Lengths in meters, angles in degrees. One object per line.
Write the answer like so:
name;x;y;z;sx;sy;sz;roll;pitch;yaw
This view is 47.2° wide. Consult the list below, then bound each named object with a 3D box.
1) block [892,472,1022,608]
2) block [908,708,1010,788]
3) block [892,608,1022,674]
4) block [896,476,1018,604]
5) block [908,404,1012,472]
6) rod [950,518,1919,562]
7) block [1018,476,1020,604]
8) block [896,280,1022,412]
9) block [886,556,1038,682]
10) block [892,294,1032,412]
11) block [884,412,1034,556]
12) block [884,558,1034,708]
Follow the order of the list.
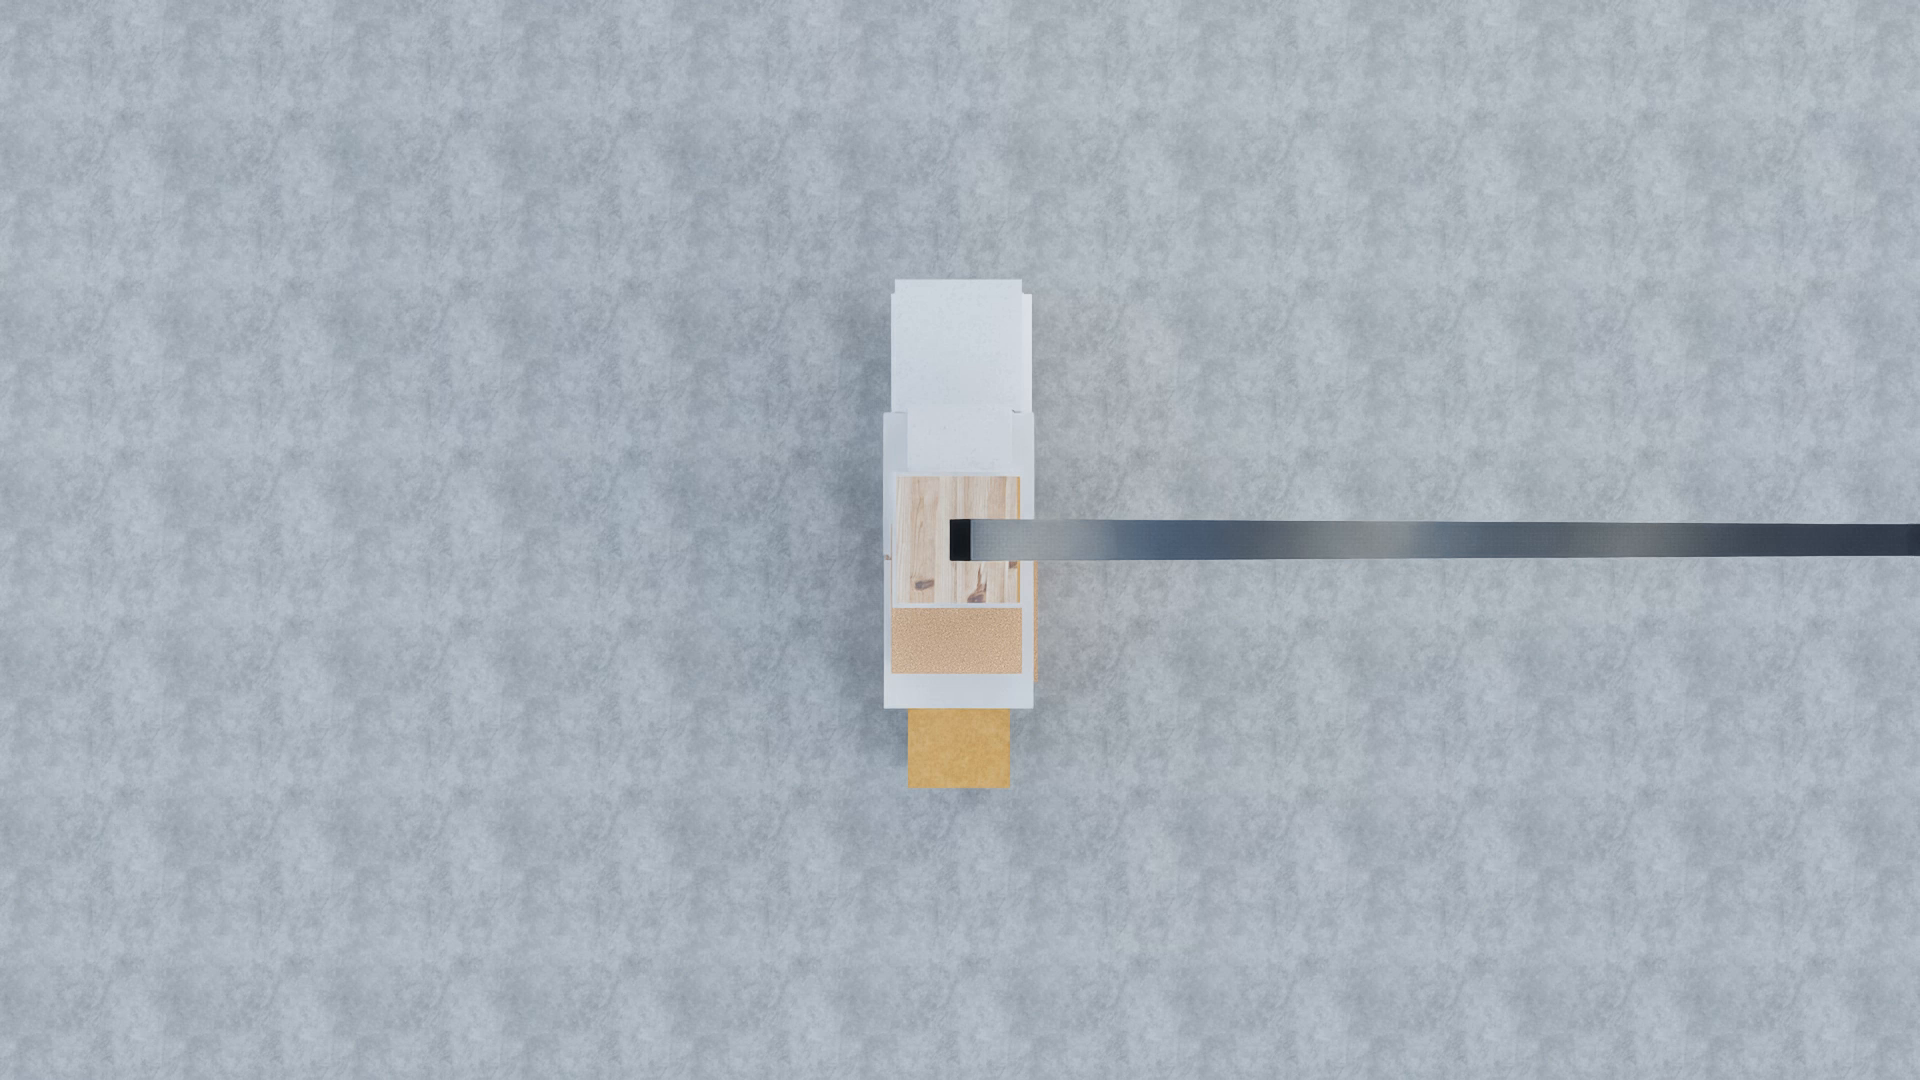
block;-0.012;0.000;10.321;0.593;0.600;0.620;0;90;0
block;-0.005;1.107;12.179;0.554;0.485;0.477;0;90;0
block;-0.016;0.285;10.920;0.632;0.598;0.722;0;90;0
block;-0.012;-0.001;8.493;0.456;0.387;0.479;0;90;0
block;-0.002;-0.383;11.127;0.516;0.521;0.561;0;89;0
rod;2.234;0.000;5.510;5.200;0.080;0.080;0;90;-31
block;-0.001;-0.001;9.341;0.499;0.582;0.521;0;90;0
block;-0.008;-1.006;11.784;0.658;0.735;0.692;0;90;0
block;0.009;0.388;12.557;0.837;0.887;0.790;0;90;0
block;0.009;-0.949;12.576;0.777;0.849;0.819;0;90;0
block;-0.007;-0.284;11.753;0.781;0.734;0.736;0;89;0
block;-0.007;0.481;11.666;0.762;0.894;0.755;0;90;0
